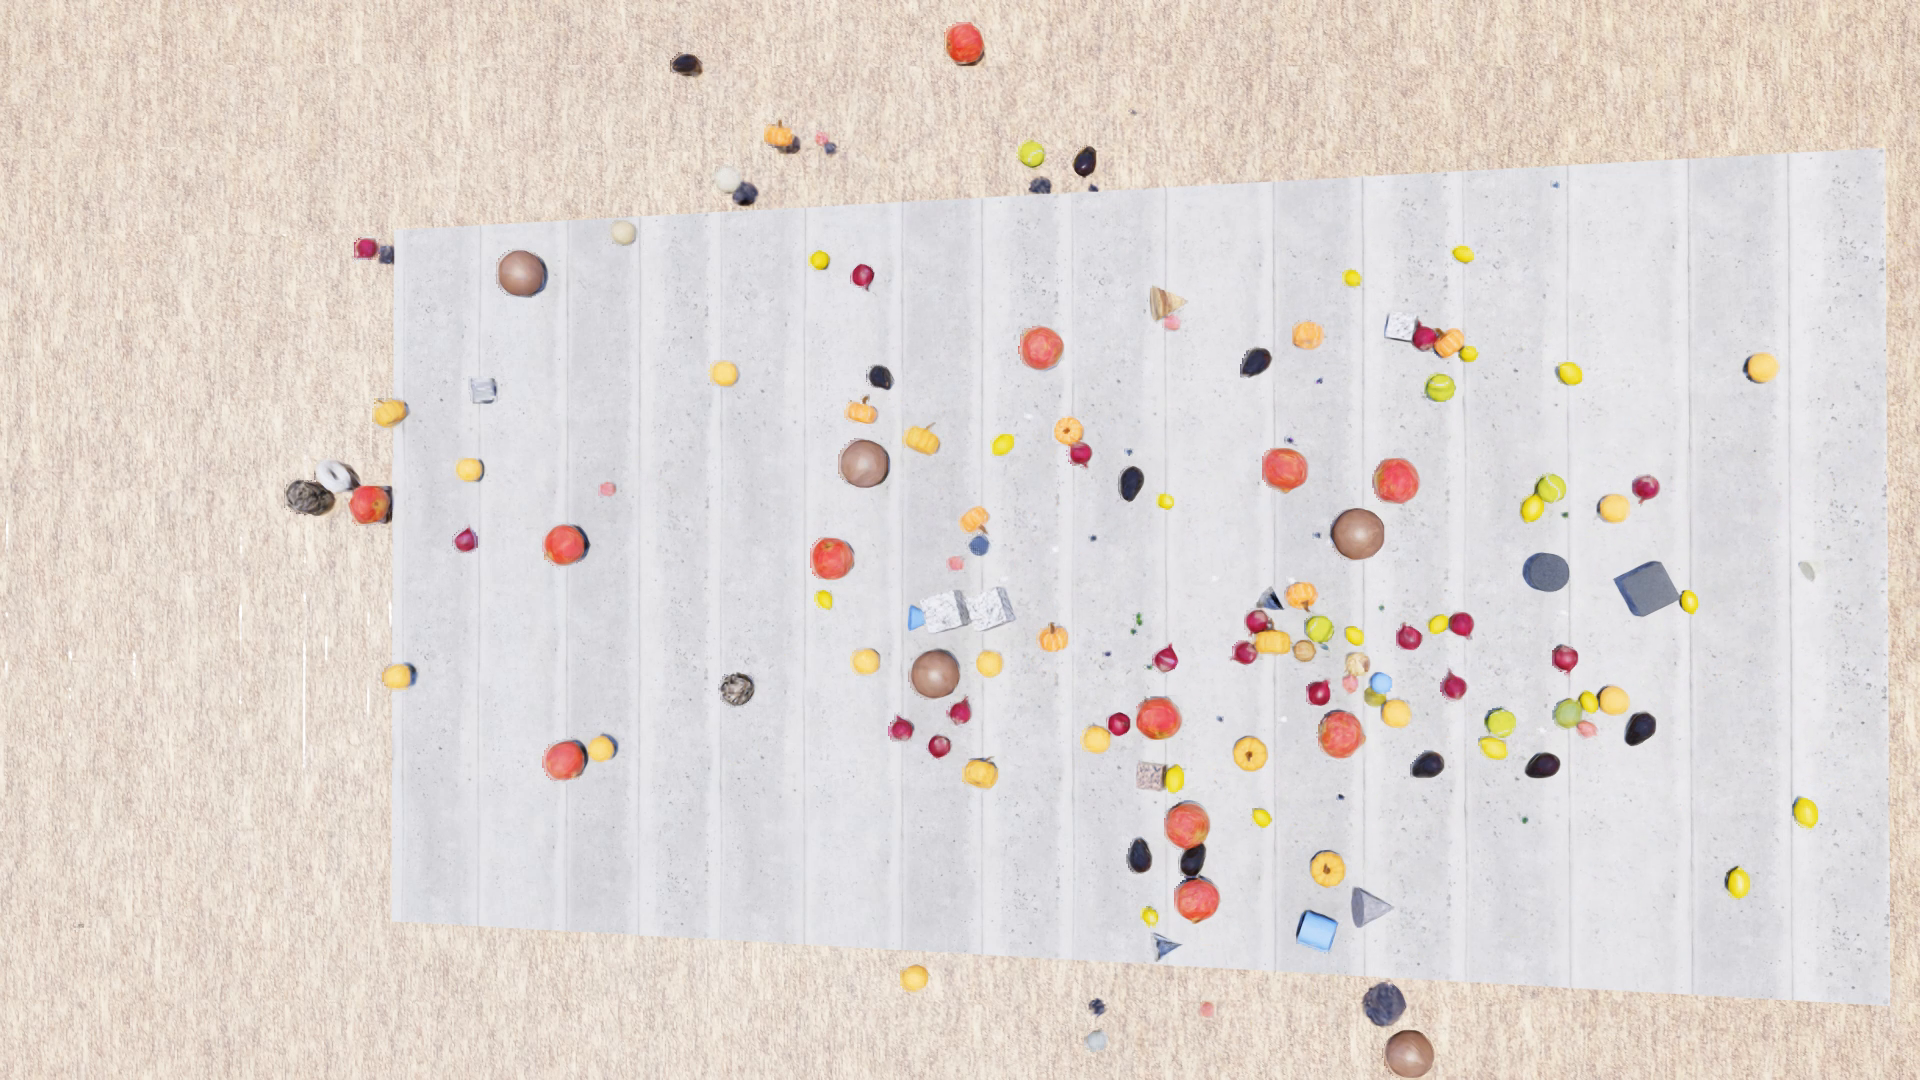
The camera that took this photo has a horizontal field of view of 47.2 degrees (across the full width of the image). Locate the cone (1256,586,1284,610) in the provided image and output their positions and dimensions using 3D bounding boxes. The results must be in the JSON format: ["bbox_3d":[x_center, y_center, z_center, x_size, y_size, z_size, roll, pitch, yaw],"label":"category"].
[{"bbox_3d":[0.795,0.162,5.554,0.065,0.065,0.065,34,89,-12],"label":"cone"}]

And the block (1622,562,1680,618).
[{"bbox_3d":[1.649,0.118,5.241,0.099,0.099,0.099,-29,81,16],"label":"block"}]

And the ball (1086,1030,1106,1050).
[{"bbox_3d":[0.375,1.376,6.046,0.054,0.054,0.054,0,89,0],"label":"ball"}]

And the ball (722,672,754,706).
[{"bbox_3d":[-0.604,0.405,5.974,0.089,0.089,0.089,0,89,0],"label":"ball"}]

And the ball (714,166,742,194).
[{"bbox_3d":[-0.654,-1.014,6.195,0.076,0.076,0.076,0,89,0],"label":"ball"}]

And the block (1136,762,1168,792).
[{"bbox_3d":[0.491,0.605,5.629,0.064,0.064,0.064,6,91,18],"label":"block"}]

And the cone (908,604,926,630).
[{"bbox_3d":[-0.098,0.208,5.842,0.071,0.071,0.071,3,89,-9],"label":"cone"}]

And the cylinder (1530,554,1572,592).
[{"bbox_3d":[1.427,0.079,5.316,0.093,0.093,0.093,0,89,18],"label":"cylinder"}]

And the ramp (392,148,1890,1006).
[{"bbox_3d":[0.276,0.093,5.792,4.000,0.100,2.000,0,89,18],"label":"ramp"}]

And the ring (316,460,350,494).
[{"bbox_3d":[-1.811,-0.183,6.358,0.037,0.110,0.110,-40,89,26],"label":"ring"}]

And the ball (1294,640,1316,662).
[{"bbox_3d":[0.865,0.278,5.516,0.056,0.056,0.056,0,89,0],"label":"ball"}]

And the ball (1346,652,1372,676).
[{"bbox_3d":[0.991,0.309,5.471,0.063,0.063,0.063,0,89,0],"label":"ball"}]

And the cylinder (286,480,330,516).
[{"bbox_3d":[-1.897,-0.122,6.397,0.087,0.087,0.087,-7,75,28],"label":"cylinder"}]

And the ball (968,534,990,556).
[{"bbox_3d":[0.052,0.015,5.784,0.056,0.056,0.056,0,89,0],"label":"ball"}]

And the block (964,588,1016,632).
[{"bbox_3d":[0.080,0.183,5.754,0.090,0.090,0.090,-21,83,17],"label":"block"}]

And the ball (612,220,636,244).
[{"bbox_3d":[-0.935,-0.855,6.110,0.068,0.068,0.068,0,89,0],"label":"ball"}]

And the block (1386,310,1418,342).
[{"bbox_3d":[1.096,-0.528,5.448,0.064,0.064,0.064,12,93,18],"label":"block"}]

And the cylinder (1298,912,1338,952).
[{"bbox_3d":[0.893,0.977,5.486,0.077,0.077,0.077,18,89,17],"label":"cylinder"}]

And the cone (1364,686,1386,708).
[{"bbox_3d":[1.027,0.389,5.461,0.057,0.057,0.057,0,89,18],"label":"cone"}]

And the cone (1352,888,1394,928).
[{"bbox_3d":[1.034,0.914,5.458,0.099,0.099,0.099,1,89,-9],"label":"cone"}]

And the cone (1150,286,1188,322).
[{"bbox_3d":[0.544,-0.609,5.640,0.093,0.093,0.093,-5,89,-9],"label":"cone"}]

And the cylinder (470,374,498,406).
[{"bbox_3d":[-1.352,-0.424,6.238,0.067,0.067,0.067,-15,69,0],"label":"cylinder"}]

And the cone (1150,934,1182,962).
[{"bbox_3d":[0.532,1.040,5.626,0.073,0.073,0.073,-6,89,-9],"label":"cone"}]

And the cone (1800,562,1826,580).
[{"bbox_3d":[2.011,0.063,5.164,0.051,0.051,0.051,-24,89,-11],"label":"cone"}]

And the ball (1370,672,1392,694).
[{"bbox_3d":[1.045,0.355,5.448,0.053,0.053,0.053,0,89,0],"label":"ball"}]

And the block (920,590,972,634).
[{"bbox_3d":[-0.036,0.189,5.791,0.093,0.093,0.093,-16,84,17],"label":"block"}]
